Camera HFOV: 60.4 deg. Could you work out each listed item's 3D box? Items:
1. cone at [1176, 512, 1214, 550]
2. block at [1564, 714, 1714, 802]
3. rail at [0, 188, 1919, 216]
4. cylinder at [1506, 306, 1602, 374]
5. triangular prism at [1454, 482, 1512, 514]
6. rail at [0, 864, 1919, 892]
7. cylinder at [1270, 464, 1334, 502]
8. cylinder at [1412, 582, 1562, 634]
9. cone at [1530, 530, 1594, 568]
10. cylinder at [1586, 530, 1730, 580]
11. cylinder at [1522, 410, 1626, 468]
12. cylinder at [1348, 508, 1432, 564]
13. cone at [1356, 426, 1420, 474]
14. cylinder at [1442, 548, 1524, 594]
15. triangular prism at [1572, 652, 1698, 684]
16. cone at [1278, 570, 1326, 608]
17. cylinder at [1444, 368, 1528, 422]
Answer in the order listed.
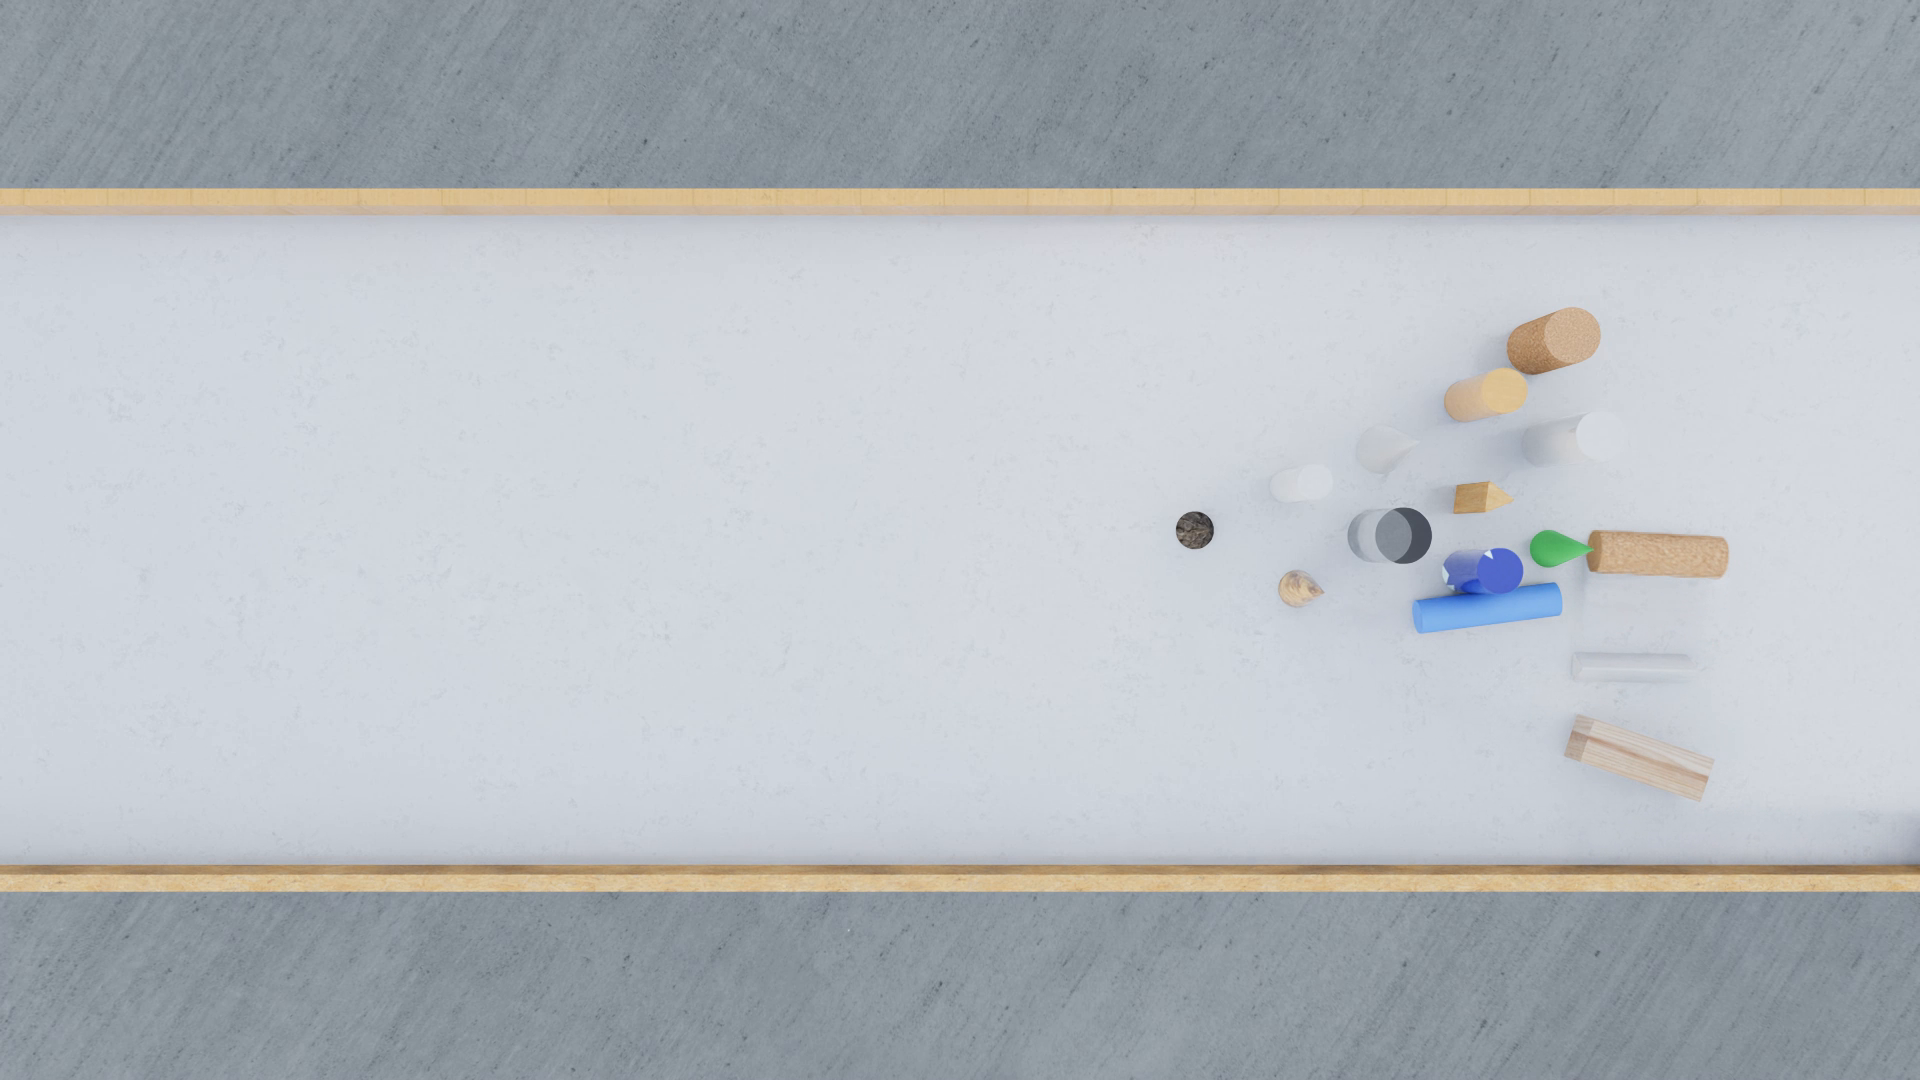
[{"bbox_3d":[0.723,-0.030,4.926,0.118,0.301,0.118,0,90,0],"label":"cone"},{"bbox_3d":[2.059,0.661,5.008,0.380,0.137,0.137,19,90,0],"label":"block"},{"bbox_3d":[-2.247,-1.025,5.002,12.000,0.150,0.050,0,90,0],"label":"rail"},{"bbox_3d":[1.764,-0.590,4.912,0.163,0.329,0.163,0,90,0],"label":"cylinder"},{"bbox_3d":[1.546,-0.134,4.922,0.089,0.308,0.077,-22,90,0],"label":"triangular prism"},{"bbox_3d":[-2.247,1.025,5.001,12.000,0.150,0.050,0,90,0],"label":"rail"},{"bbox_3d":[1.004,-0.165,4.867,0.101,0.419,0.101,0,90,0],"label":"cylinder"},{"bbox_3d":[1.605,0.207,5.025,0.426,0.103,0.103,-7,90,0],"label":"cylinder"},{"bbox_3d":[1.812,0.027,4.889,0.116,0.375,0.116,0,90,0],"label":"cone"},{"bbox_3d":[2.118,0.046,5.013,0.381,0.127,0.127,3,90,0],"label":"cylinder"},{"bbox_3d":[1.798,-0.294,4.852,0.141,0.450,0.141,0,90,0],"label":"cylinder"},{"bbox_3d":[1.274,-0.012,4.907,0.164,0.339,0.164,0,90,0],"label":"cylinder"},{"bbox_3d":[1.296,-0.279,4.861,0.151,0.431,0.151,0,90,0],"label":"cone"},{"bbox_3d":[1.547,0.093,4.893,0.133,0.363,0.133,0,89,1],"label":"cylinder"},{"bbox_3d":[2.060,0.393,5.036,0.348,0.076,0.088,1,90,0],"label":"triangular prism"},{"bbox_3d":[1.038,0.151,4.882,0.117,0.389,0.117,0,90,0],"label":"cone"},{"bbox_3d":[1.555,-0.427,4.892,0.131,0.369,0.131,0,90,0],"label":"cylinder"}]
